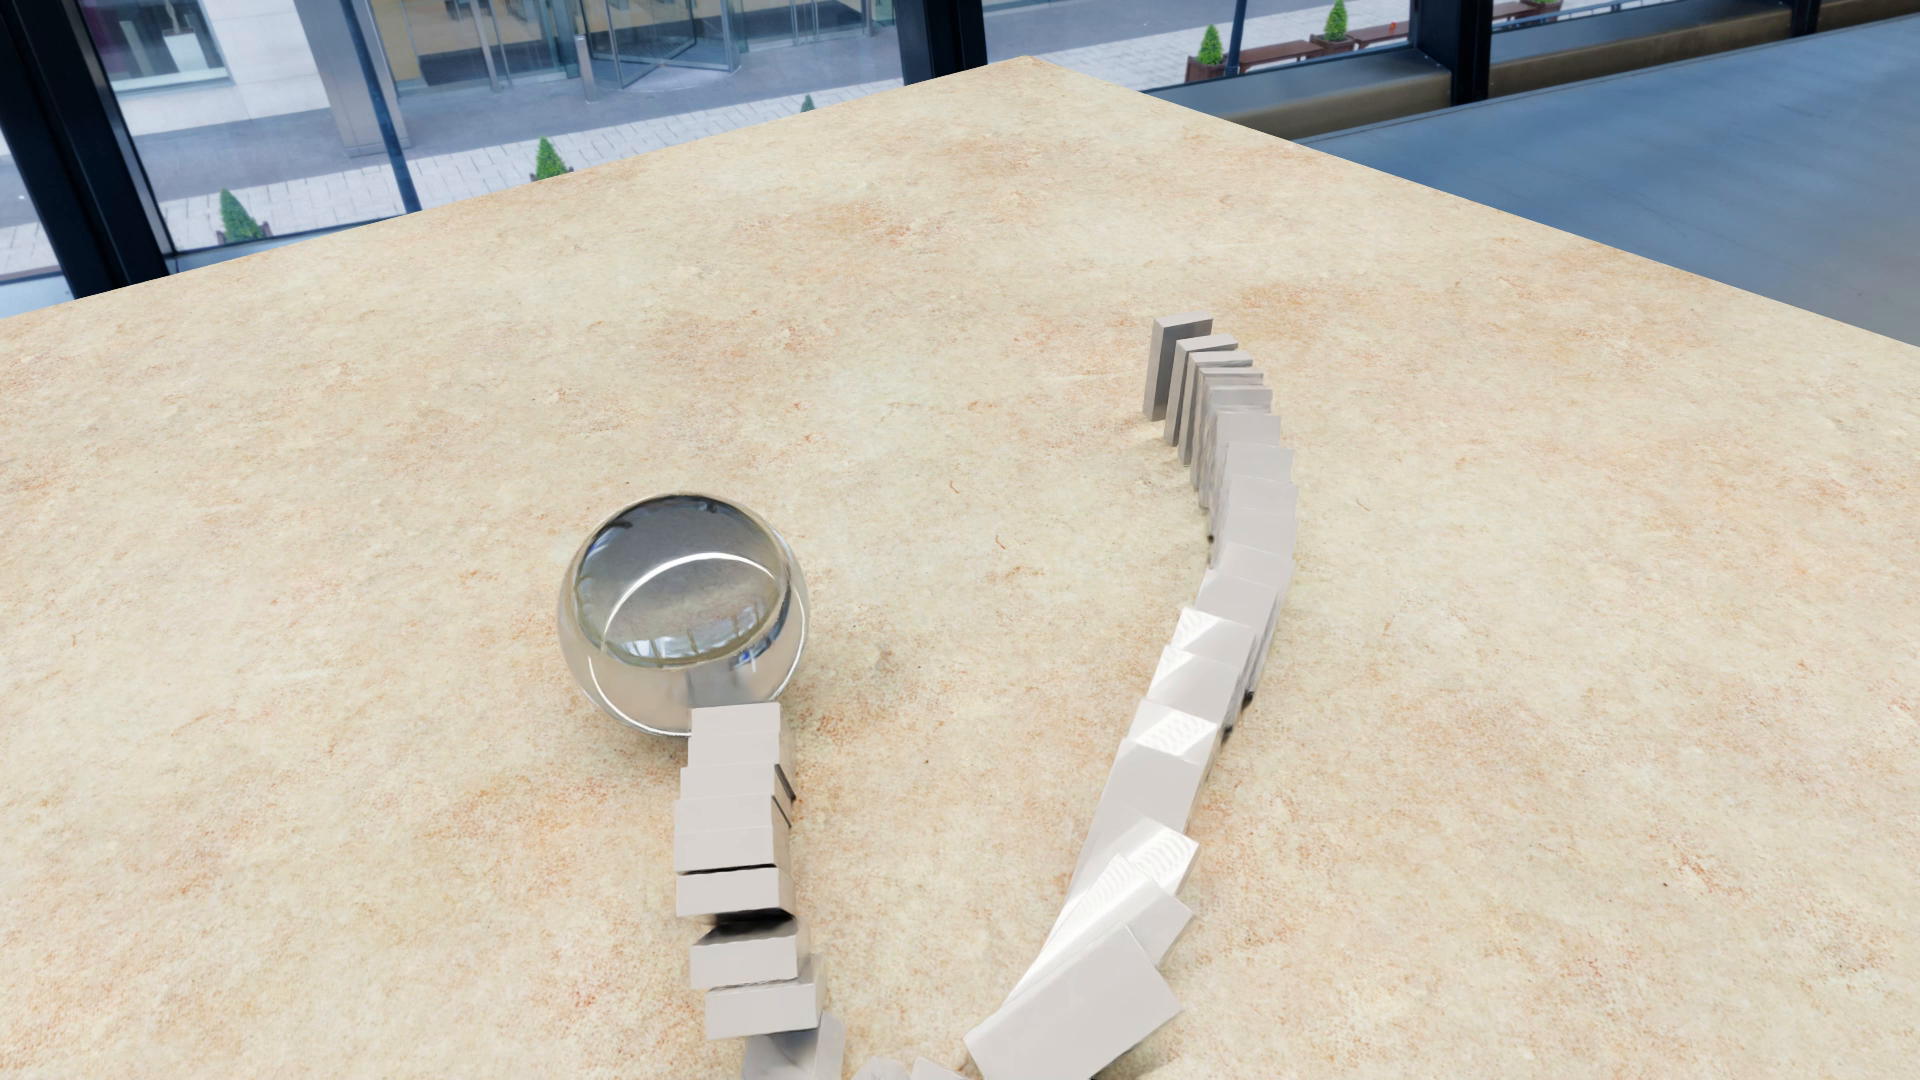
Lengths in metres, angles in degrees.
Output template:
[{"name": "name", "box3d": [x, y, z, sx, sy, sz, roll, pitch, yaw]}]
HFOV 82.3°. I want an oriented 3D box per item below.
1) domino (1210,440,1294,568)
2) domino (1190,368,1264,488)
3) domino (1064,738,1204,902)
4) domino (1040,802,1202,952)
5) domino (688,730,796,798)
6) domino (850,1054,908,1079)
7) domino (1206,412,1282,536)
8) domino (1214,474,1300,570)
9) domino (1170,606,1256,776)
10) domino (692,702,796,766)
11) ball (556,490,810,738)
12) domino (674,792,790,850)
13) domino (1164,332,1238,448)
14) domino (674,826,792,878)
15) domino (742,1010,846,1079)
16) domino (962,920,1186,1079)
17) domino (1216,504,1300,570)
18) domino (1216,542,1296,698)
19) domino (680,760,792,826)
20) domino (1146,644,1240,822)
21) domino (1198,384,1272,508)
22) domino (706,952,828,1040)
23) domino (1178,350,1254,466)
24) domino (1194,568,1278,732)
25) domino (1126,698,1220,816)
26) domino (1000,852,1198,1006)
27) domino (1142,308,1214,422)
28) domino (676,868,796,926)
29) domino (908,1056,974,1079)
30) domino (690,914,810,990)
[{"name": "domino", "box3d": [0.115, -0.012, 0.433, 0.025, 0.009, 0.050, 9, 85, 10]}, {"name": "domino", "box3d": [0.114, -0.048, 0.469, 0.025, 0.050, 0.009, -1, 22, -1]}, {"name": "domino", "box3d": [0.051, 0.086, 0.320, 0.025, 0.010, 0.050, 17, 71, 20]}, {"name": "domino", "box3d": [0.044, 0.101, 0.303, 0.025, 0.010, 0.050, 23, 73, 26]}, {"name": "domino", "box3d": [-0.064, 0.069, 0.329, 0.025, 0.050, 0.009, -4, 67, -4]}, {"name": "domino", "box3d": [-0.018, 0.146, 0.247, 0.025, 0.009, 0.050, -48, 32, 10]}, {"name": "domino", "box3d": [0.115, -0.026, 0.446, 0.025, 0.050, 0.010, 3, 3, 4]}, {"name": "domino", "box3d": [0.111, 0.002, 0.418, 0.025, 0.010, 0.050, 12, 79, 14]}, {"name": "domino", "box3d": [0.078, 0.050, 0.364, 0.025, 0.010, 0.050, 17, 72, 20]}, {"name": "domino", "box3d": [-0.065, 0.062, 0.337, 0.025, 0.050, 0.010, -4, 67, -5]}, {"name": "ball", "box3d": [-0.089, 0.024, 0.359, 0.080, 0.080, 0.080, 0, 39, 0]}, {"name": "domino", "box3d": [-0.064, 0.082, 0.312, 0.025, 0.050, 0.009, -4, 67, -5]}, {"name": "domino", "box3d": [0.107, -0.067, 0.493, 0.025, 0.050, 0.009, -10, 40, -12]}, {"name": "domino", "box3d": [-0.062, 0.089, 0.304, 0.025, 0.050, 0.010, -4, 67, -5]}, {"name": "domino", "box3d": [-0.042, 0.141, 0.261, 0.025, 0.009, 0.050, -29, 33, 23]}, {"name": "domino", "box3d": [0.028, 0.121, 0.275, 0.050, 0.009, 0.025, -36, 60, -2]}, {"name": "domino", "box3d": [0.107, 0.014, 0.405, 0.025, 0.010, 0.050, 13, 77, 16]}, {"name": "domino", "box3d": [0.099, 0.028, 0.390, 0.025, 0.009, 0.050, 17, 74, 20]}, {"name": "domino", "box3d": [-0.064, 0.075, 0.320, 0.025, 0.050, 0.009, -4, 67, -5]}, {"name": "domino", "box3d": [0.069, 0.061, 0.351, 0.025, 0.009, 0.050, 17, 71, 20]}, {"name": "domino", "box3d": [0.115, -0.039, 0.459, 0.025, 0.050, 0.009, 1, 17, 1]}, {"name": "domino", "box3d": [-0.047, 0.114, 0.277, 0.025, 0.050, 0.009, -4, 78, -5]}, {"name": "domino", "box3d": [0.111, -0.057, 0.481, 0.025, 0.050, 0.009, -4, 34, -5]}, {"name": "domino", "box3d": [0.089, 0.037, 0.378, 0.025, 0.009, 0.050, 17, 74, 20]}, {"name": "domino", "box3d": [0.059, 0.076, 0.334, 0.025, 0.010, 0.050, 17, 68, 20]}, {"name": "domino", "box3d": [0.037, 0.111, 0.289, 0.025, 0.010, 0.050, 35, 79, 28]}, {"name": "domino", "box3d": [0.100, -0.080, 0.510, 0.025, 0.050, 0.010, -13, 41, -15]}, {"name": "domino", "box3d": [-0.059, 0.096, 0.295, 0.025, 0.050, 0.009, -4, 69, -5]}, {"name": "domino", "box3d": [0.008, 0.145, 0.258, 0.050, 0.010, 0.025, 17, 71, 20]}, {"name": "domino", "box3d": [-0.053, 0.106, 0.286, 0.025, 0.050, 0.009, -4, 77, -5]}]
